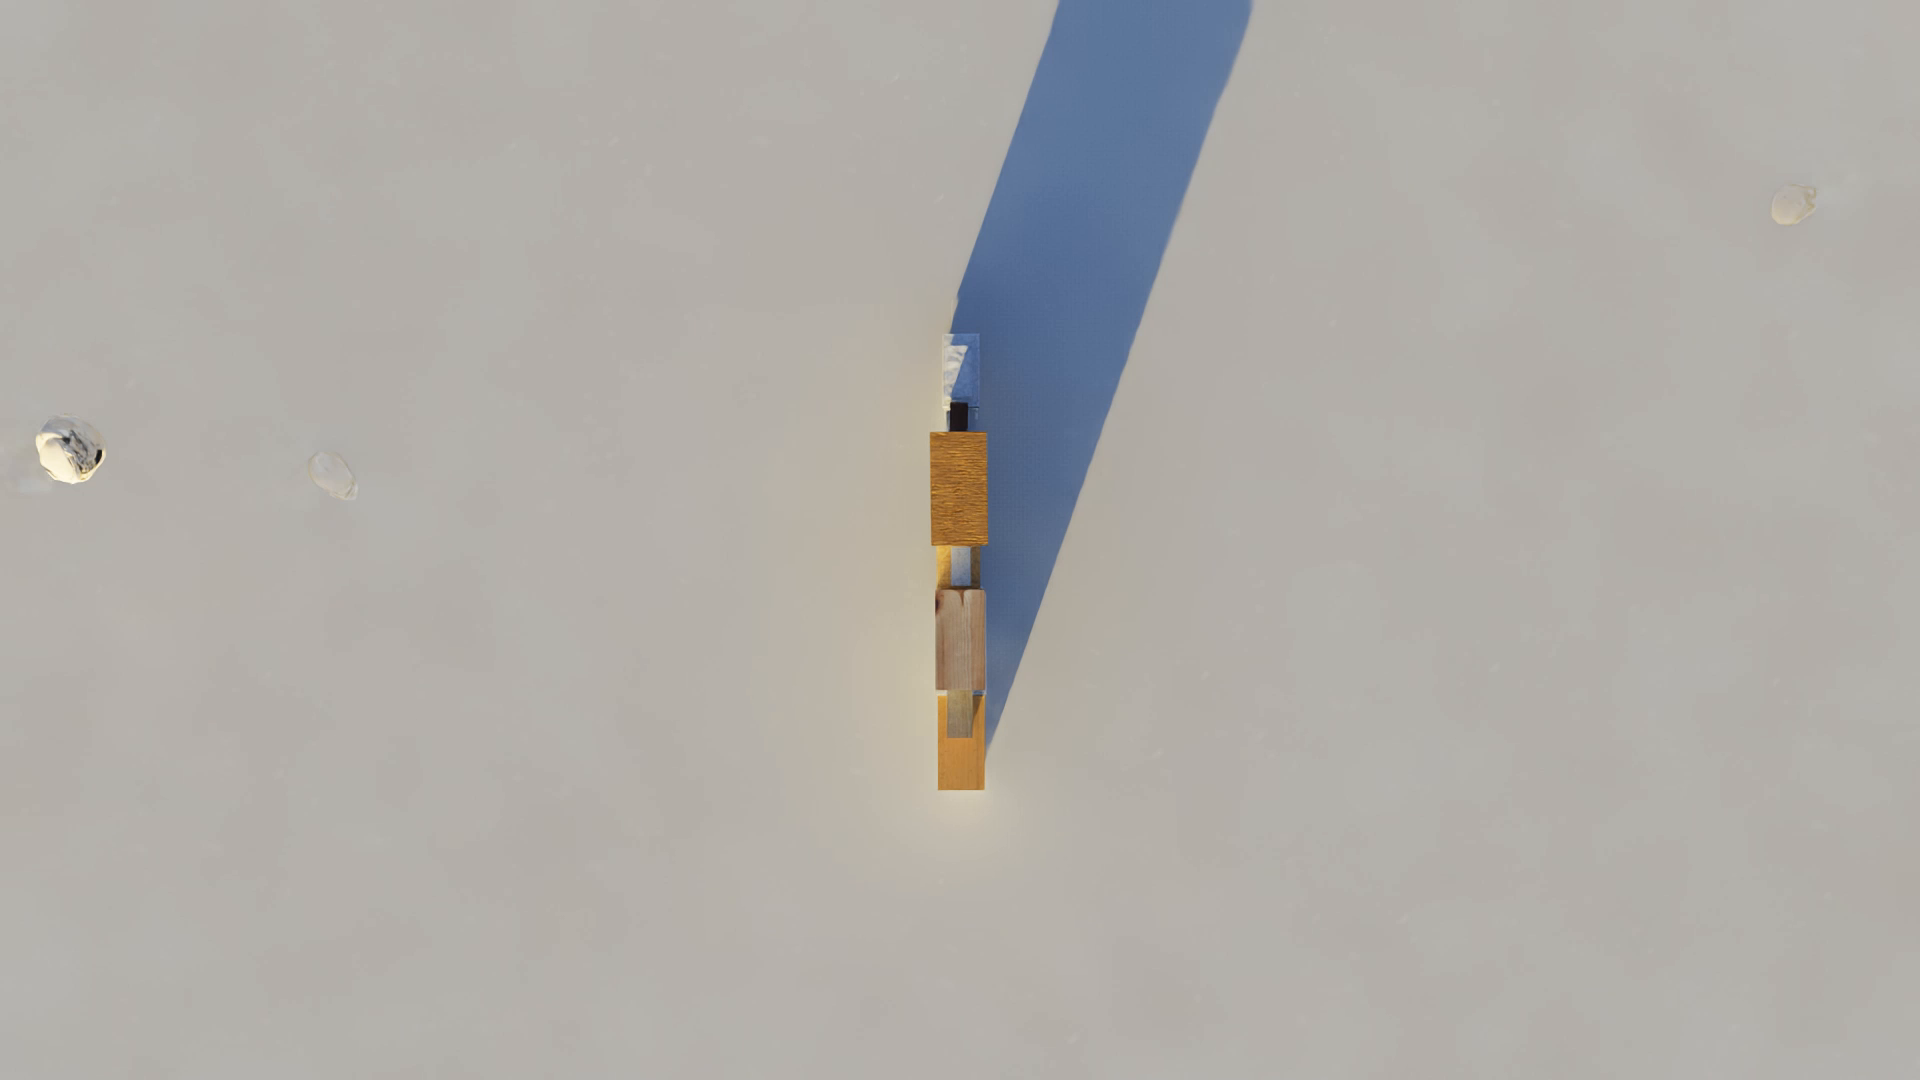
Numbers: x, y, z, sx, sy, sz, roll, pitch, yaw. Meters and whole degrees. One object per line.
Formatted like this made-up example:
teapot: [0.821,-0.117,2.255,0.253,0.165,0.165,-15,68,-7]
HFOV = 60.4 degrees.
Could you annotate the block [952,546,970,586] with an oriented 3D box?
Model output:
block: [0.003,0.080,5.057,0.060,0.017,0.120,0,90,0]

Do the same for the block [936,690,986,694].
block: [0.003,0.324,5.160,0.159,0.045,0.318,0,90,0]

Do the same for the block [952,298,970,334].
block: [0.004,-0.722,5.368,0.062,0.017,0.123,0,90,0]

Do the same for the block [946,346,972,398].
block: [-0.004,-0.517,5.063,0.080,0.023,0.159,0,90,0]

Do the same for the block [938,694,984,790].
block: [0.004,0.636,5.183,0.148,0.042,0.296,0,90,0]

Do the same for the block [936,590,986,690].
block: [0.001,0.291,4.824,0.146,0.041,0.292,0,90,0]

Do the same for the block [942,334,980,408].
block: [0.003,-0.539,5.250,0.117,0.033,0.233,0,90,0]

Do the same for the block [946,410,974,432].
block: [0.002,-0.327,5.306,0.090,0.026,0.181,0,90,0]

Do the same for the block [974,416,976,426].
block: [0.004,-0.387,5.410,0.090,0.181,0.026,0,90,0]

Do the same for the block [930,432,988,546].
block: [-0.003,-0.150,4.830,0.166,0.047,0.332,-1,90,0]

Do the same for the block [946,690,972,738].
block: [0.000,0.519,4.972,0.077,0.022,0.154,0,90,0]

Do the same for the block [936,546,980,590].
block: [-0.004,0.022,5.205,0.138,0.039,0.275,0,90,0]

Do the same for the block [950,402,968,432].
block: [-0.004,-0.376,5.175,0.055,0.016,0.110,1,90,0]
